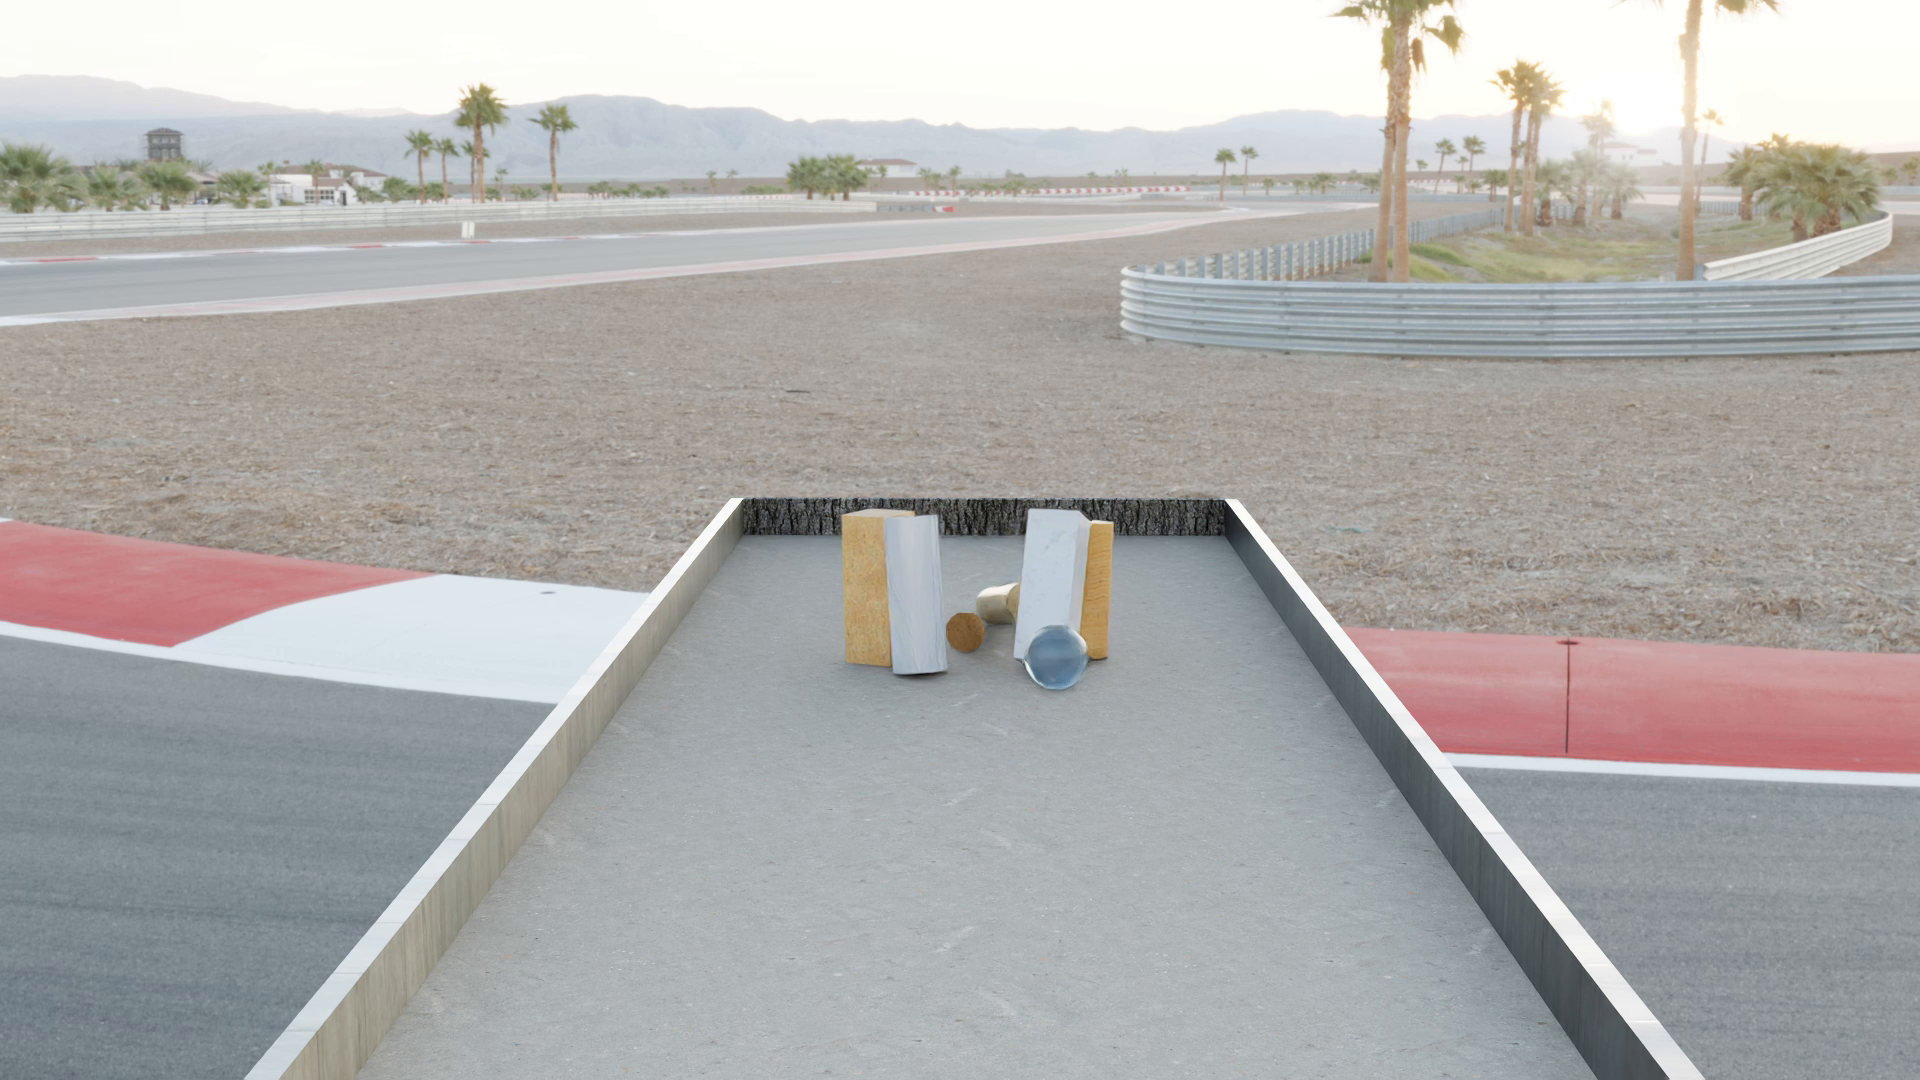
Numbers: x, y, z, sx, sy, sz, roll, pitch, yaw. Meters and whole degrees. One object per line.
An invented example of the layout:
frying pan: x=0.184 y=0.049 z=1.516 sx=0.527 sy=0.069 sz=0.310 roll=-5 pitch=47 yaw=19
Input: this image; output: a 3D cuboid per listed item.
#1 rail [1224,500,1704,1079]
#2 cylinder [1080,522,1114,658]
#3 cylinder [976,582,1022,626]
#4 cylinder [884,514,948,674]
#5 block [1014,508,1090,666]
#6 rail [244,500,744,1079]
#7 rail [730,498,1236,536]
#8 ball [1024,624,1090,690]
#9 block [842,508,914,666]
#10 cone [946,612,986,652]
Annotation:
rail: x=1.046 y=0.843 z=3.208 sx=0.050 sy=0.150 sz=12.000 roll=0 pitch=9 yaw=1
cylinder: x=0.402 y=0.150 z=6.720 sx=0.116 sy=0.409 sz=0.116 roll=2 pitch=3 yaw=0
cylinder: x=0.164 y=0.205 z=7.072 sx=0.130 sy=0.130 sz=0.356 roll=-3 pitch=-3 yaw=-15
cylinder: x=-0.132 y=0.159 z=6.489 sx=0.161 sy=0.457 sz=0.161 roll=-4 pitch=1 yaw=0
block: x=0.276 y=0.147 z=6.556 sx=0.154 sy=0.452 sz=0.154 roll=3 pitch=-12 yaw=17
rail: x=-1.004 y=0.839 z=3.234 sx=0.050 sy=0.150 sz=12.000 roll=0 pitch=9 yaw=1
rail: x=0.099 y=-0.098 z=9.147 sx=2.100 sy=0.150 sz=0.050 roll=0 pitch=9 yaw=1
ball: x=0.277 y=0.336 z=6.297 sx=0.186 sy=0.186 sz=0.186 roll=0 pitch=9 yaw=0
block: x=-0.242 y=0.141 z=6.668 sx=0.160 sy=0.450 sz=0.160 roll=4 pitch=10 yaw=30
cone: x=0.034 y=0.287 z=7.001 sx=0.124 sy=0.124 sz=0.367 roll=1 pitch=-1 yaw=6
